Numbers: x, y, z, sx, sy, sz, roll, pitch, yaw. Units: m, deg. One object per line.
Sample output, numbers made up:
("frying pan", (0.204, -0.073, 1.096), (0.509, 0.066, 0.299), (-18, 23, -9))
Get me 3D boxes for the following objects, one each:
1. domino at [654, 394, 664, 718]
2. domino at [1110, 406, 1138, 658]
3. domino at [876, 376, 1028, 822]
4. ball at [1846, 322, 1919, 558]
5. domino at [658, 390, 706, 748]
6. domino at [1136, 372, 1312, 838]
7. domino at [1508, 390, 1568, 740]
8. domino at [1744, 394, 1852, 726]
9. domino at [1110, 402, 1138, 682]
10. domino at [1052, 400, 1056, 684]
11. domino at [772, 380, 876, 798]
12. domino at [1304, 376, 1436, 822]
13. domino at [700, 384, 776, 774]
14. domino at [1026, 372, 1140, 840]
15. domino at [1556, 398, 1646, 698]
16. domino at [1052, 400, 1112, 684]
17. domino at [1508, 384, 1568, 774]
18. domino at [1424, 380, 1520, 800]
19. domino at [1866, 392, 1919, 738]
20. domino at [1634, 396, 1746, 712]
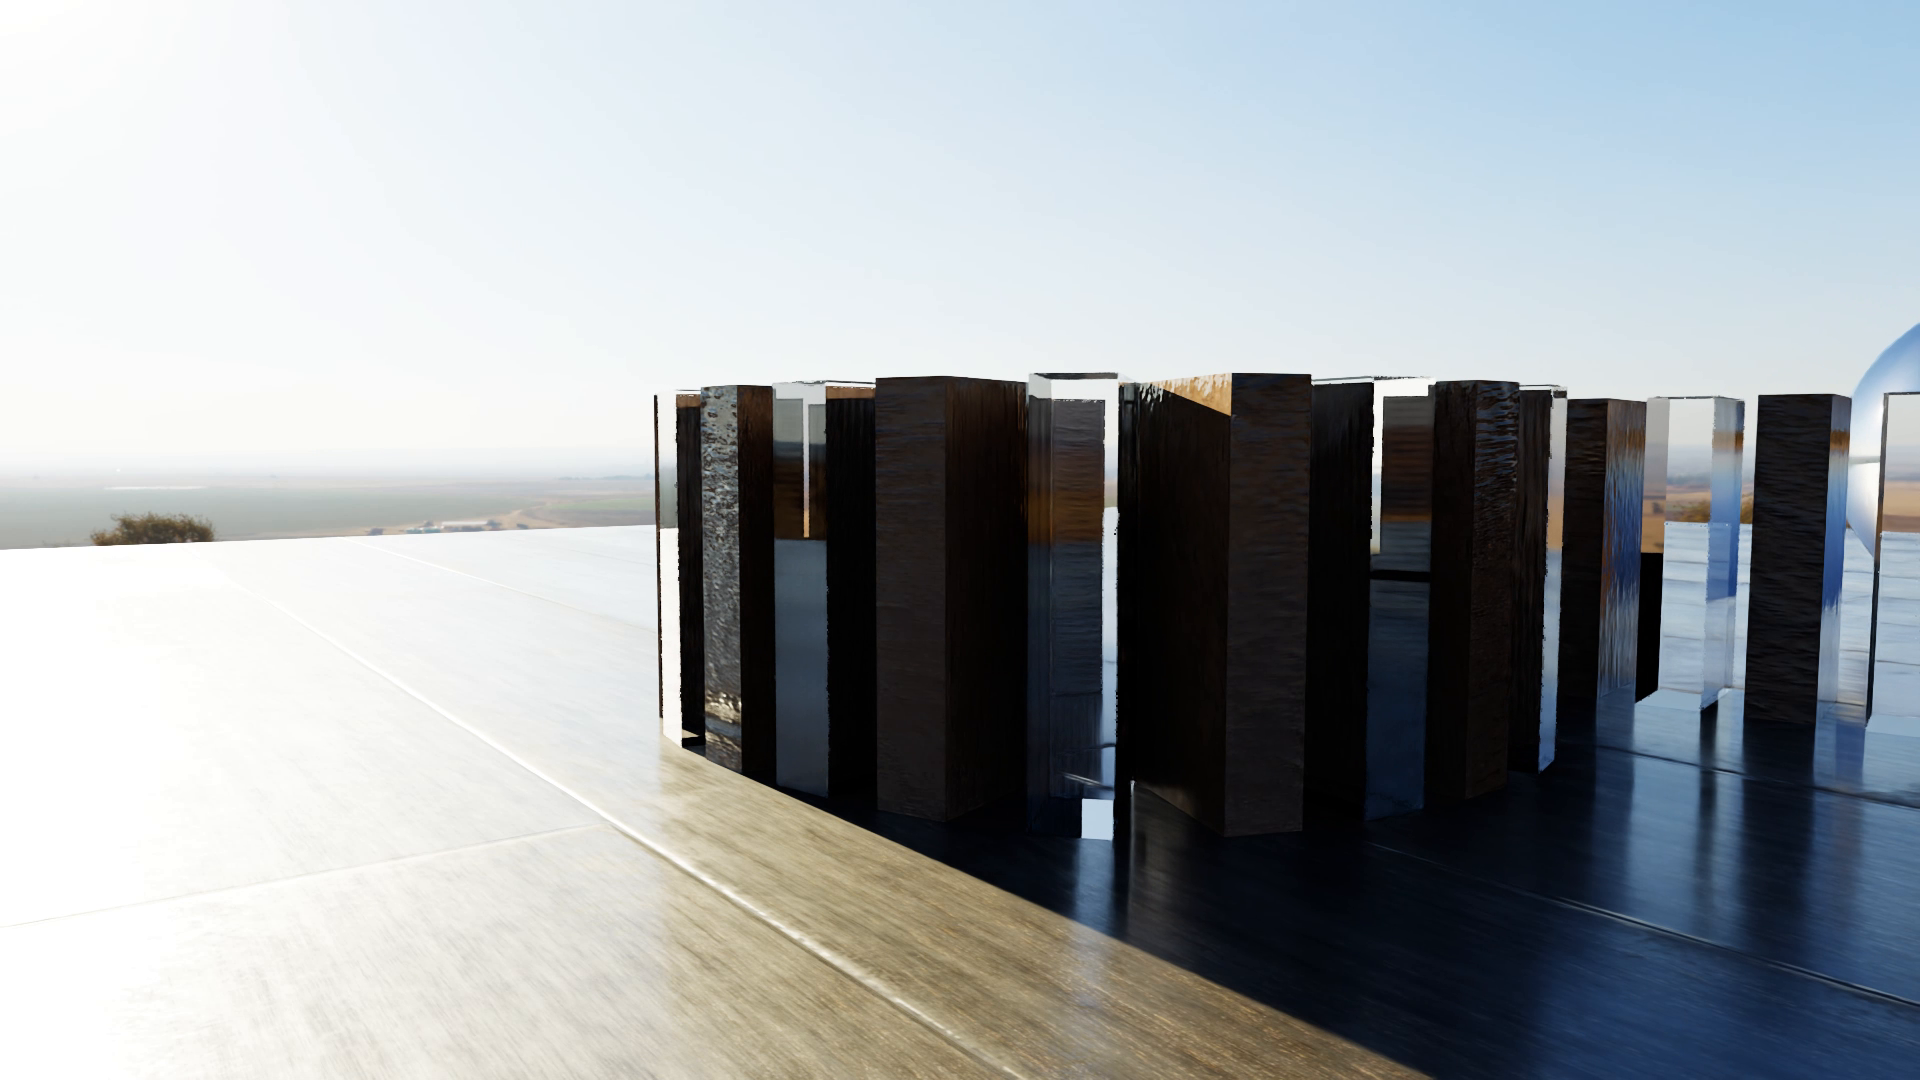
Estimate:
("domino", (-0.034, 0.002, 0.203), (0.025, 0.050, 0.009), (0, 4, 0))
("domino", (0.032, -0.002, 0.267), (0.009, 0.050, 0.025), (1, 4, 16))
("domino", (0.001, 0.006, 0.156), (0.010, 0.050, 0.025), (3, 5, 32))
("ball", (0.249, -0.020, 0.295), (0.080, 0.080, 0.080), (0, 4, 0))
("domino", (-0.030, 0.003, 0.188), (0.025, 0.050, 0.009), (-2, 5, -28))
("domino", (0.030, 0.006, 0.150), (0.009, 0.050, 0.025), (-1, 4, -15))
("domino", (0.074, 0.003, 0.189), (0.025, 0.050, 0.009), (1, 4, 7))
("domino", (0.134, 0.002, 0.205), (0.010, 0.050, 0.025), (4, 6, 40))
("domino", (0.032, 0.000, 0.240), (0.009, 0.050, 0.025), (0, 4, -4))
("domino", (0.004, 0.000, 0.230), (0.025, 0.050, 0.010), (3, 5, 35))
("domino", (-0.011, 0.005, 0.165), (0.009, 0.050, 0.025), (4, 6, 41))
("domino", (0.044, 0.006, 0.156), (0.010, 0.050, 0.025), (-2, 5, -28))
("domino", (-0.022, 0.004, 0.176), (0.025, 0.050, 0.009), (-4, 6, -40))
("domino", (0.015, 0.006, 0.149), (0.009, 0.050, 0.025), (1, 4, 13))
("domino", (0.111, 0.001, 0.225), (0.009, 0.050, 0.025), (4, 6, 41))
("domino", (0.018, 0.000, 0.238), (0.010, 0.050, 0.025), (-2, 5, -21))
("domino", (0.067, 0.004, 0.175), (0.025, 0.050, 0.009), (3, 5, 36))
("domino", (0.057, 0.005, 0.164), (0.009, 0.050, 0.025), (-3, 5, -38))
("domino", (0.146, 0.003, 0.195), (0.009, 0.050, 0.025), (3, 5, 38))
("domino", (0.122, 0.001, 0.215), (0.009, 0.050, 0.025), (4, 6, 41))
